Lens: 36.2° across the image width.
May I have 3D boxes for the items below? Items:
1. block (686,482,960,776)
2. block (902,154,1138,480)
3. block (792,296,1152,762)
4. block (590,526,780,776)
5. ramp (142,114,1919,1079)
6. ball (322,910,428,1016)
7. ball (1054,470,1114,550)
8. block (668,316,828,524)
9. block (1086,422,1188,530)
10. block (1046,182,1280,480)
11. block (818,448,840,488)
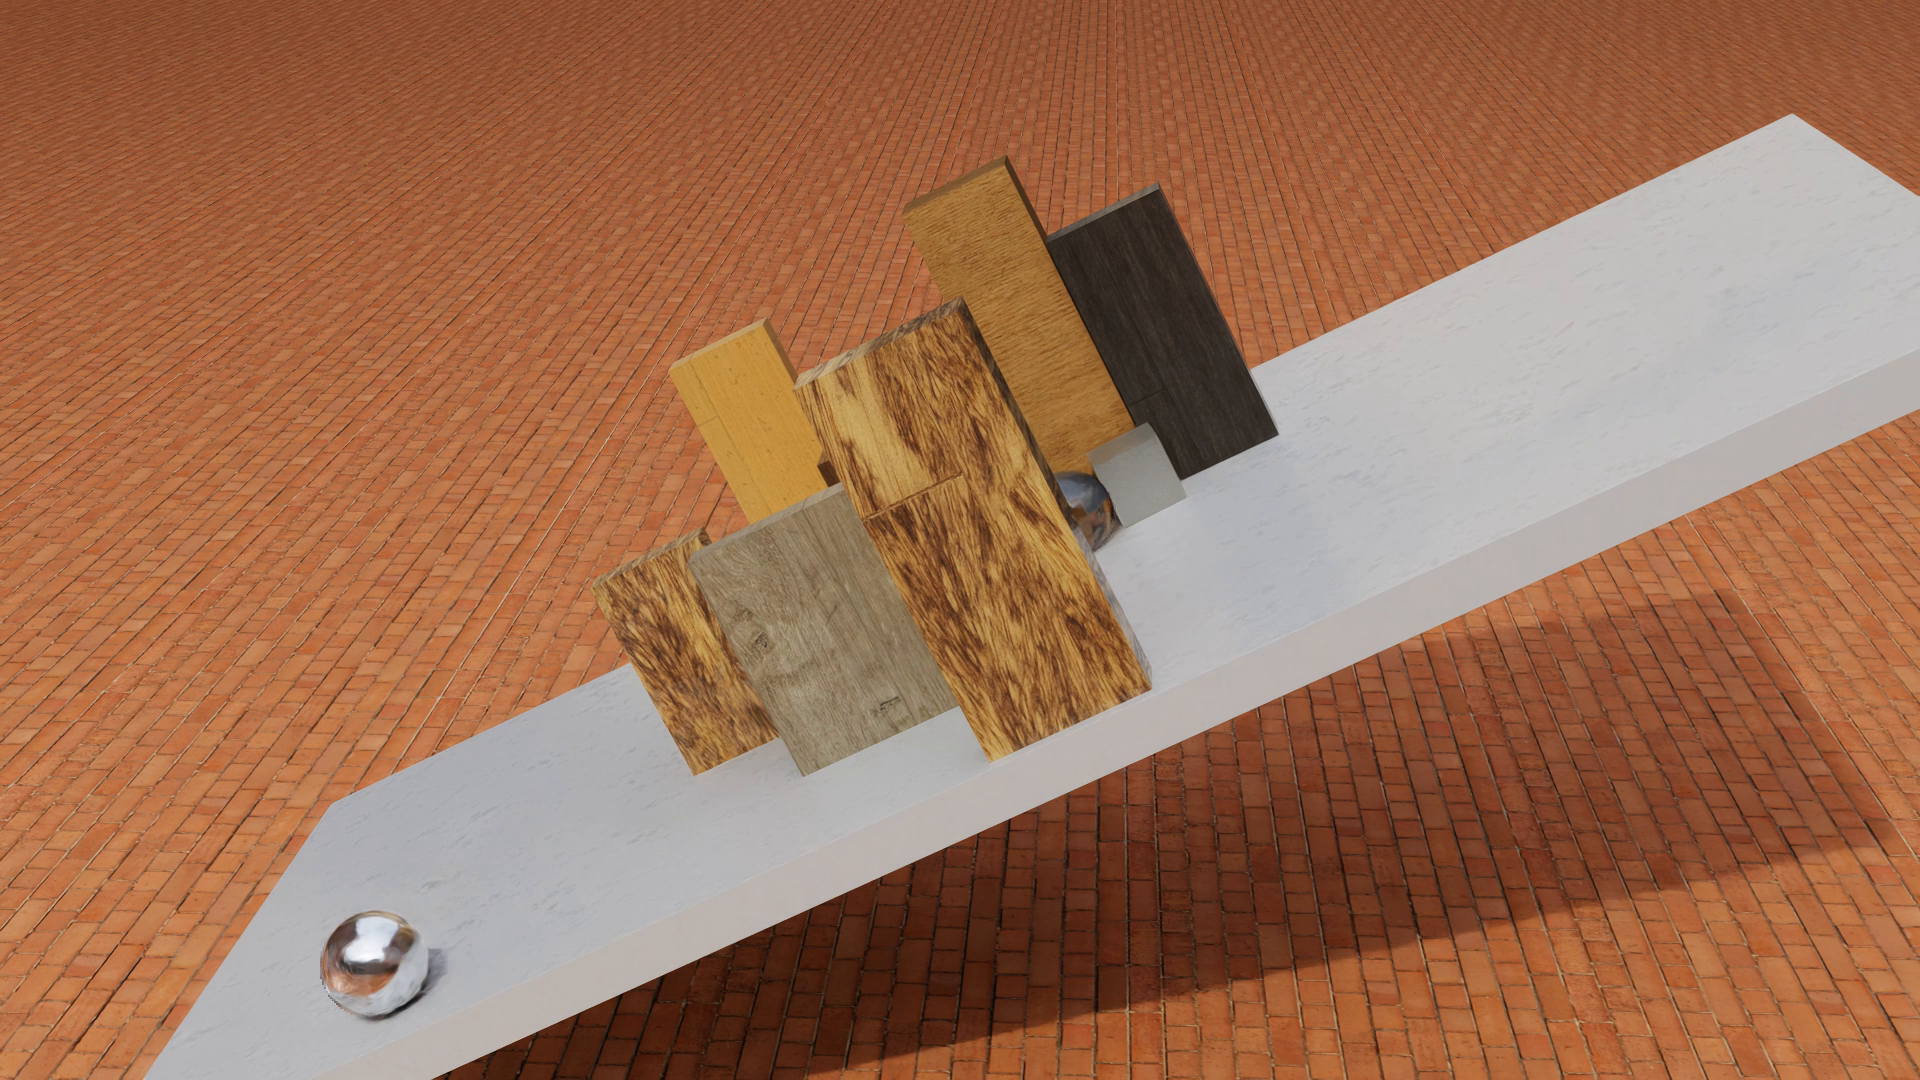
[{"bbox_3d":[-0.261,0.173,5.770,0.352,0.489,0.080,-25,14,10],"label":"block"},{"bbox_3d":[0.166,-0.439,6.553,0.252,0.794,0.143,-25,14,10],"label":"block"},{"bbox_3d":[0.029,-0.015,5.291,0.327,0.775,0.124,-25,14,10],"label":"block"},{"bbox_3d":[-0.547,0.234,6.160,0.255,0.459,0.084,-25,14,10],"label":"block"},{"bbox_3d":[0.139,0.168,6.281,4.000,0.100,2.000,-25,14,10],"label":"ramp"},{"bbox_3d":[-1.130,0.817,5.681,0.202,0.202,0.202,0,17,0],"label":"ball"},{"bbox_3d":[0.236,-0.057,6.308,0.187,0.187,0.187,0,17,0],"label":"ball"},{"bbox_3d":[-0.419,-0.174,6.981,0.252,0.664,0.091,-25,14,10],"label":"block"},{"bbox_3d":[0.384,-0.141,6.407,0.153,0.153,0.153,-27,14,2],"label":"block"},{"bbox_3d":[0.446,-0.448,6.450,0.271,0.607,0.090,-25,14,10],"label":"block"},{"bbox_3d":[-0.053,-0.053,6.298,0.326,0.446,0.148,-25,14,10],"label":"block"}]
